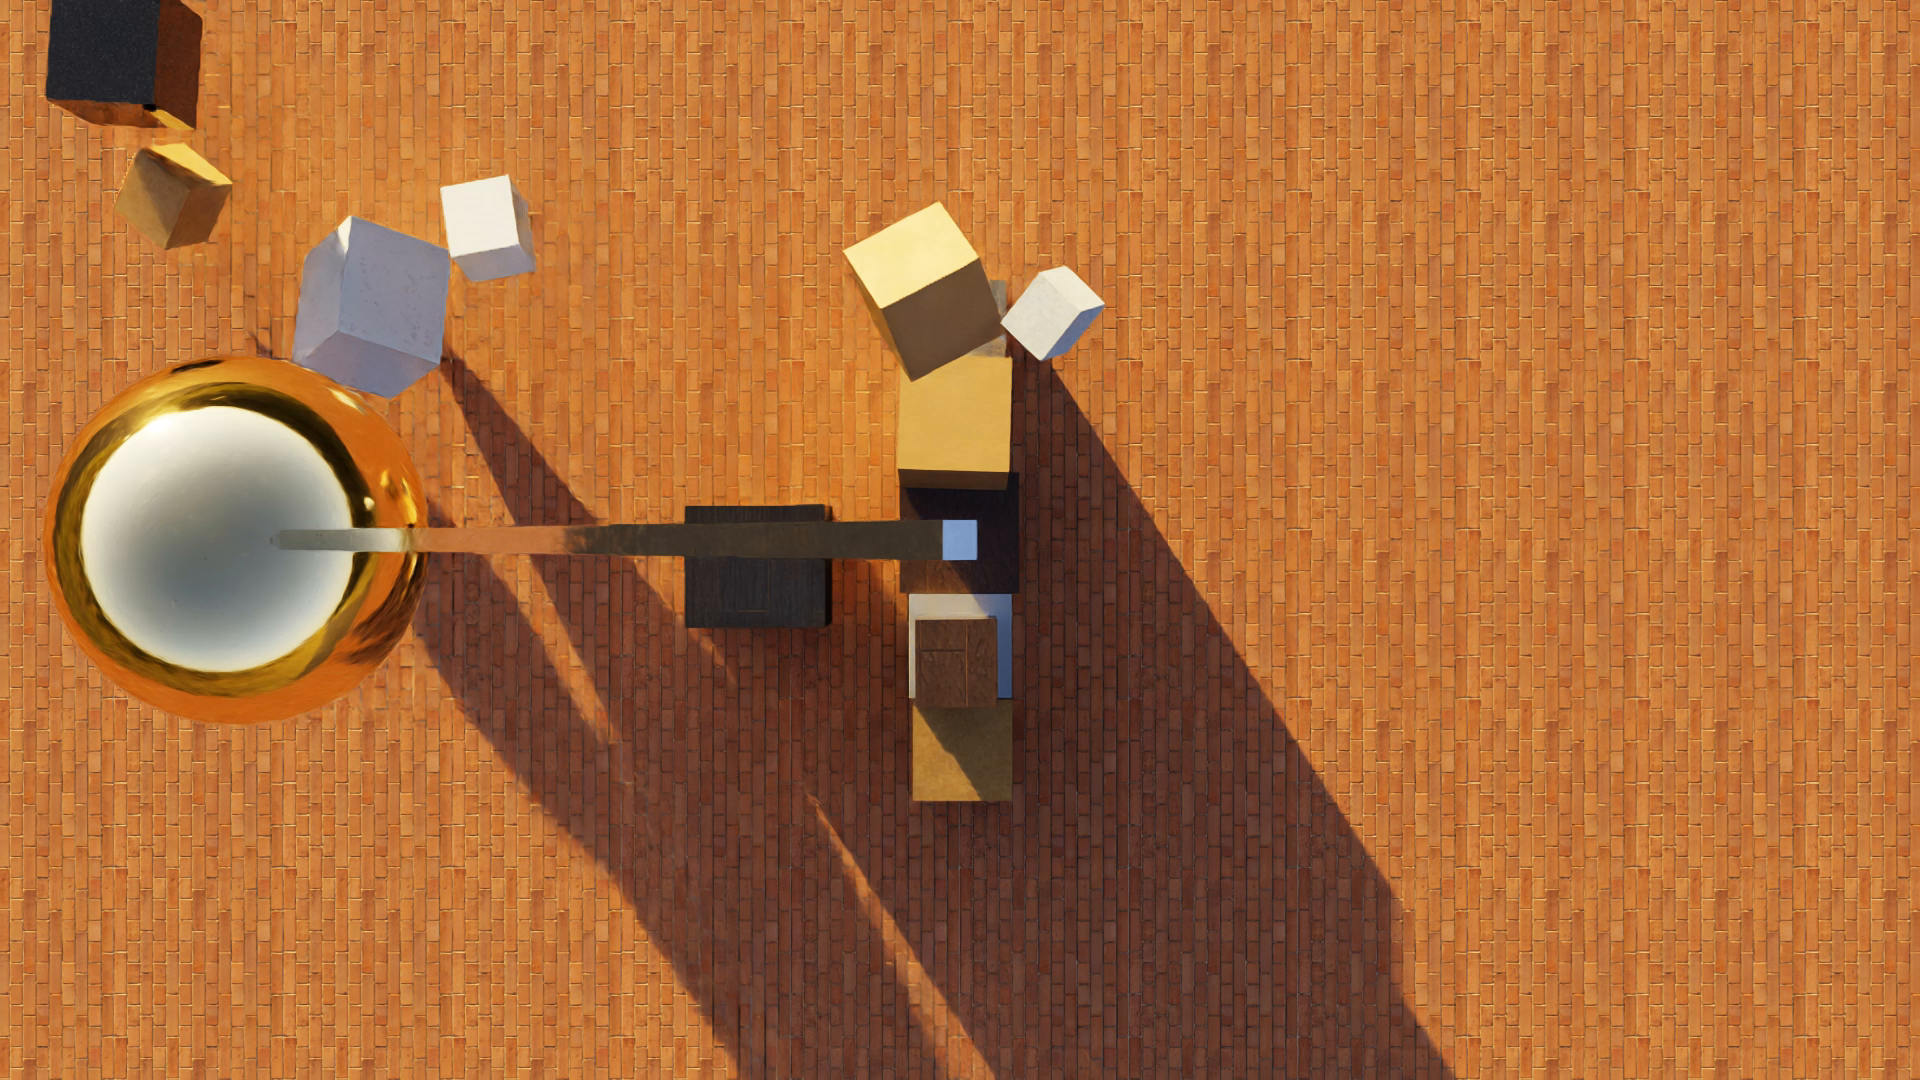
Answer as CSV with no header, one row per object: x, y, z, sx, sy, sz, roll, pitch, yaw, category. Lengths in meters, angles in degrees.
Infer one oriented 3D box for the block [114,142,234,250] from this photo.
-4.509,-1.974,12.614,0.396,0.361,0.418,38,115,9,block

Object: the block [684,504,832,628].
-1.149,0.148,12.661,0.784,0.677,0.686,0,90,0,block

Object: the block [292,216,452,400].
-3.335,-1.308,12.467,0.618,0.599,0.723,18,62,-37,block

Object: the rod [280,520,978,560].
-1.346,0.000,6.612,0.080,5.200,0.080,0,90,-31,rod

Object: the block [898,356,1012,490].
-0.028,-0.638,12.100,0.596,0.668,0.621,2,83,0,block

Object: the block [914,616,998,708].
-0.019,0.670,12.154,0.448,0.420,0.479,-1,90,0,block

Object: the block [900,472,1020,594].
-0.004,-0.041,12.703,0.675,0.594,0.684,0,90,0,block

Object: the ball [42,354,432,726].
-3.107,0.000,9.521,1.600,1.600,1.600,0,90,0,ball

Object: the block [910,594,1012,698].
0.002,0.597,12.682,0.574,0.637,0.584,0,90,0,block

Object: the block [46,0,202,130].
-4.579,-2.652,12.079,0.579,0.636,0.636,3,88,0,block

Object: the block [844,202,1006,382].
-0.174,-1.238,10.974,0.539,0.542,0.495,-28,50,-4,block

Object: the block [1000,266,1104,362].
0.414,-1.008,9.776,0.254,0.275,0.302,45,118,11,block

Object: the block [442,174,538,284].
-2.329,-1.537,10.895,0.335,0.398,0.363,-11,78,0,block

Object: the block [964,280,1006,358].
-0.007,-1.175,12.735,0.530,0.529,0.593,0,90,0,block

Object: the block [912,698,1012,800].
0.015,1.186,12.705,0.564,0.590,0.572,0,90,0,block
